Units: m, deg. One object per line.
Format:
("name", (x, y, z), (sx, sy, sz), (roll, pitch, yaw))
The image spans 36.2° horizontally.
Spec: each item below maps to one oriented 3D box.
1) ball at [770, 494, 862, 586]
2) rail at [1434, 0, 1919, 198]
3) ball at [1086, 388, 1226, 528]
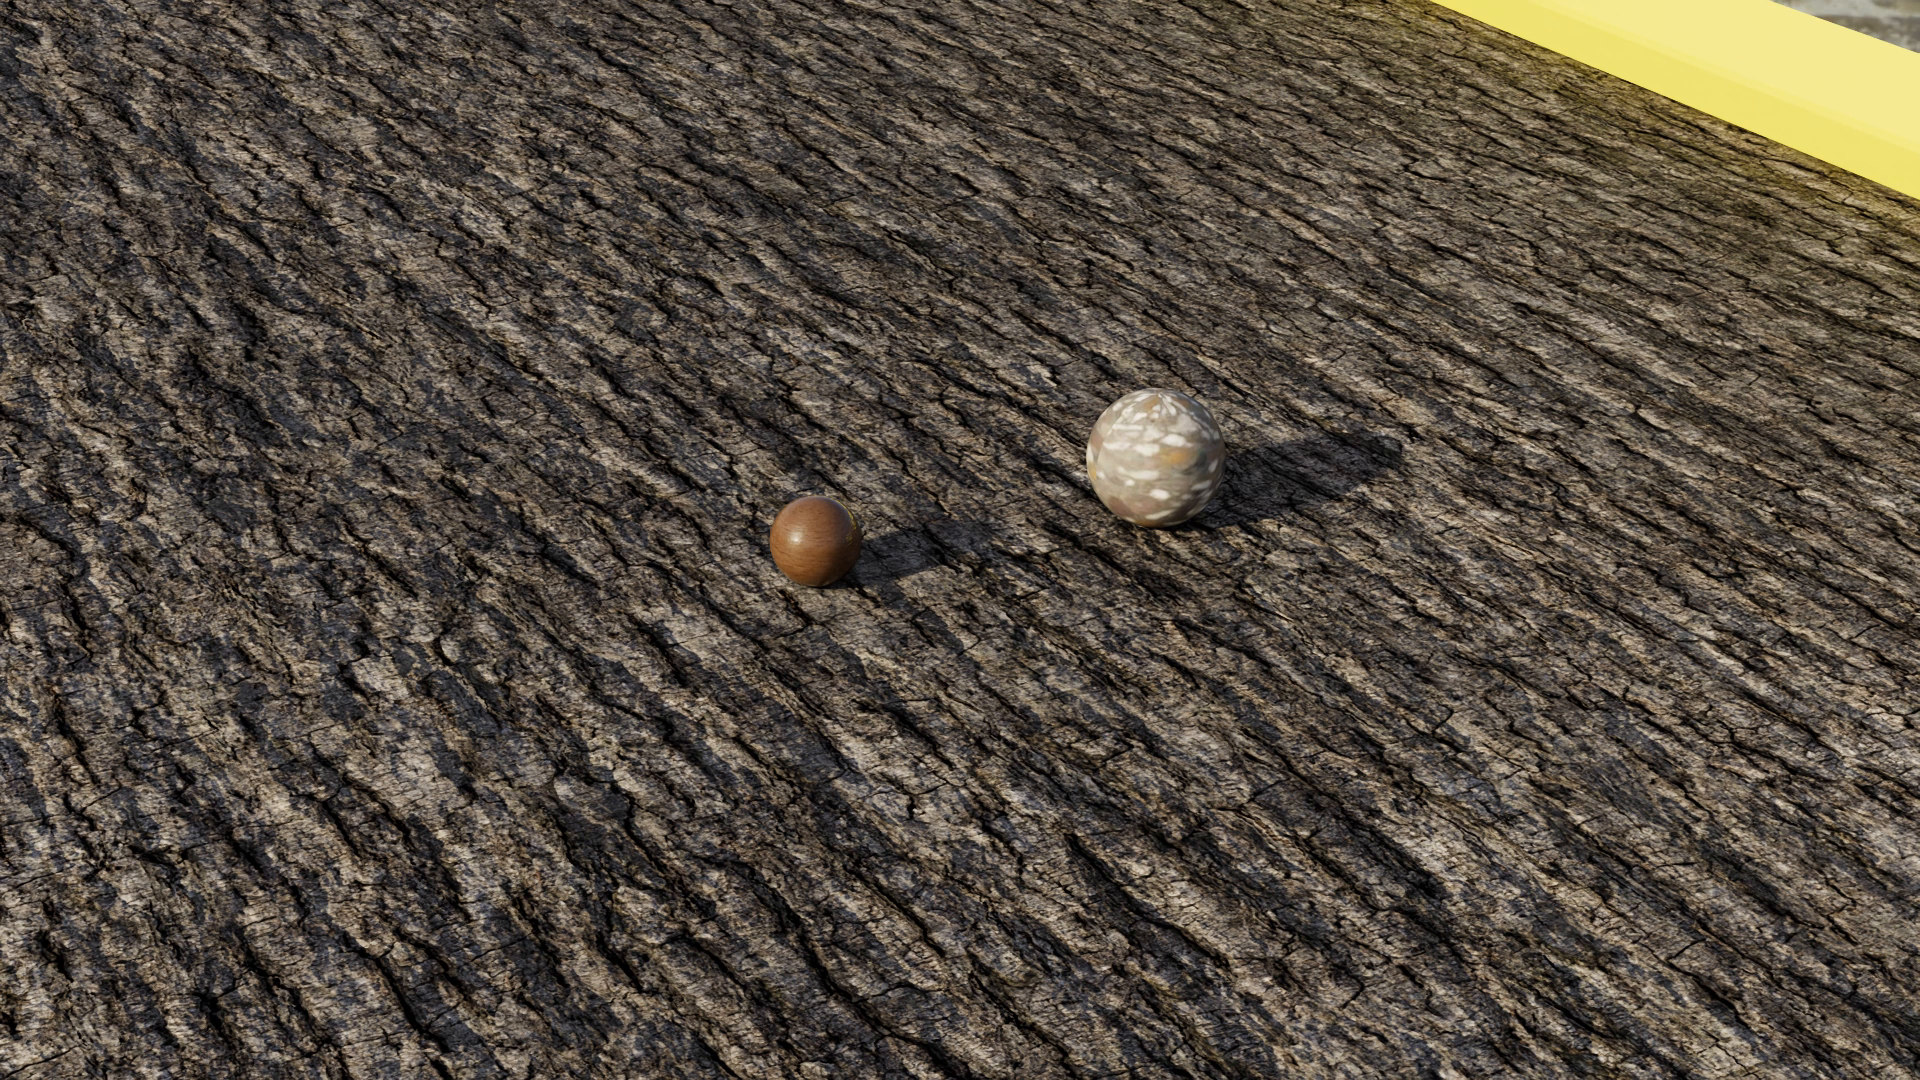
("ball", (-0.098, 0.000, 1.989), (0.063, 0.063, 0.063), (0, 27, 0))
("rail", (0.504, -0.645, 3.198), (0.045, 0.128, 3.832), (-14, 30, -26))
("ball", (0.138, -0.058, 2.064), (0.099, 0.099, 0.099), (0, 27, 0))
